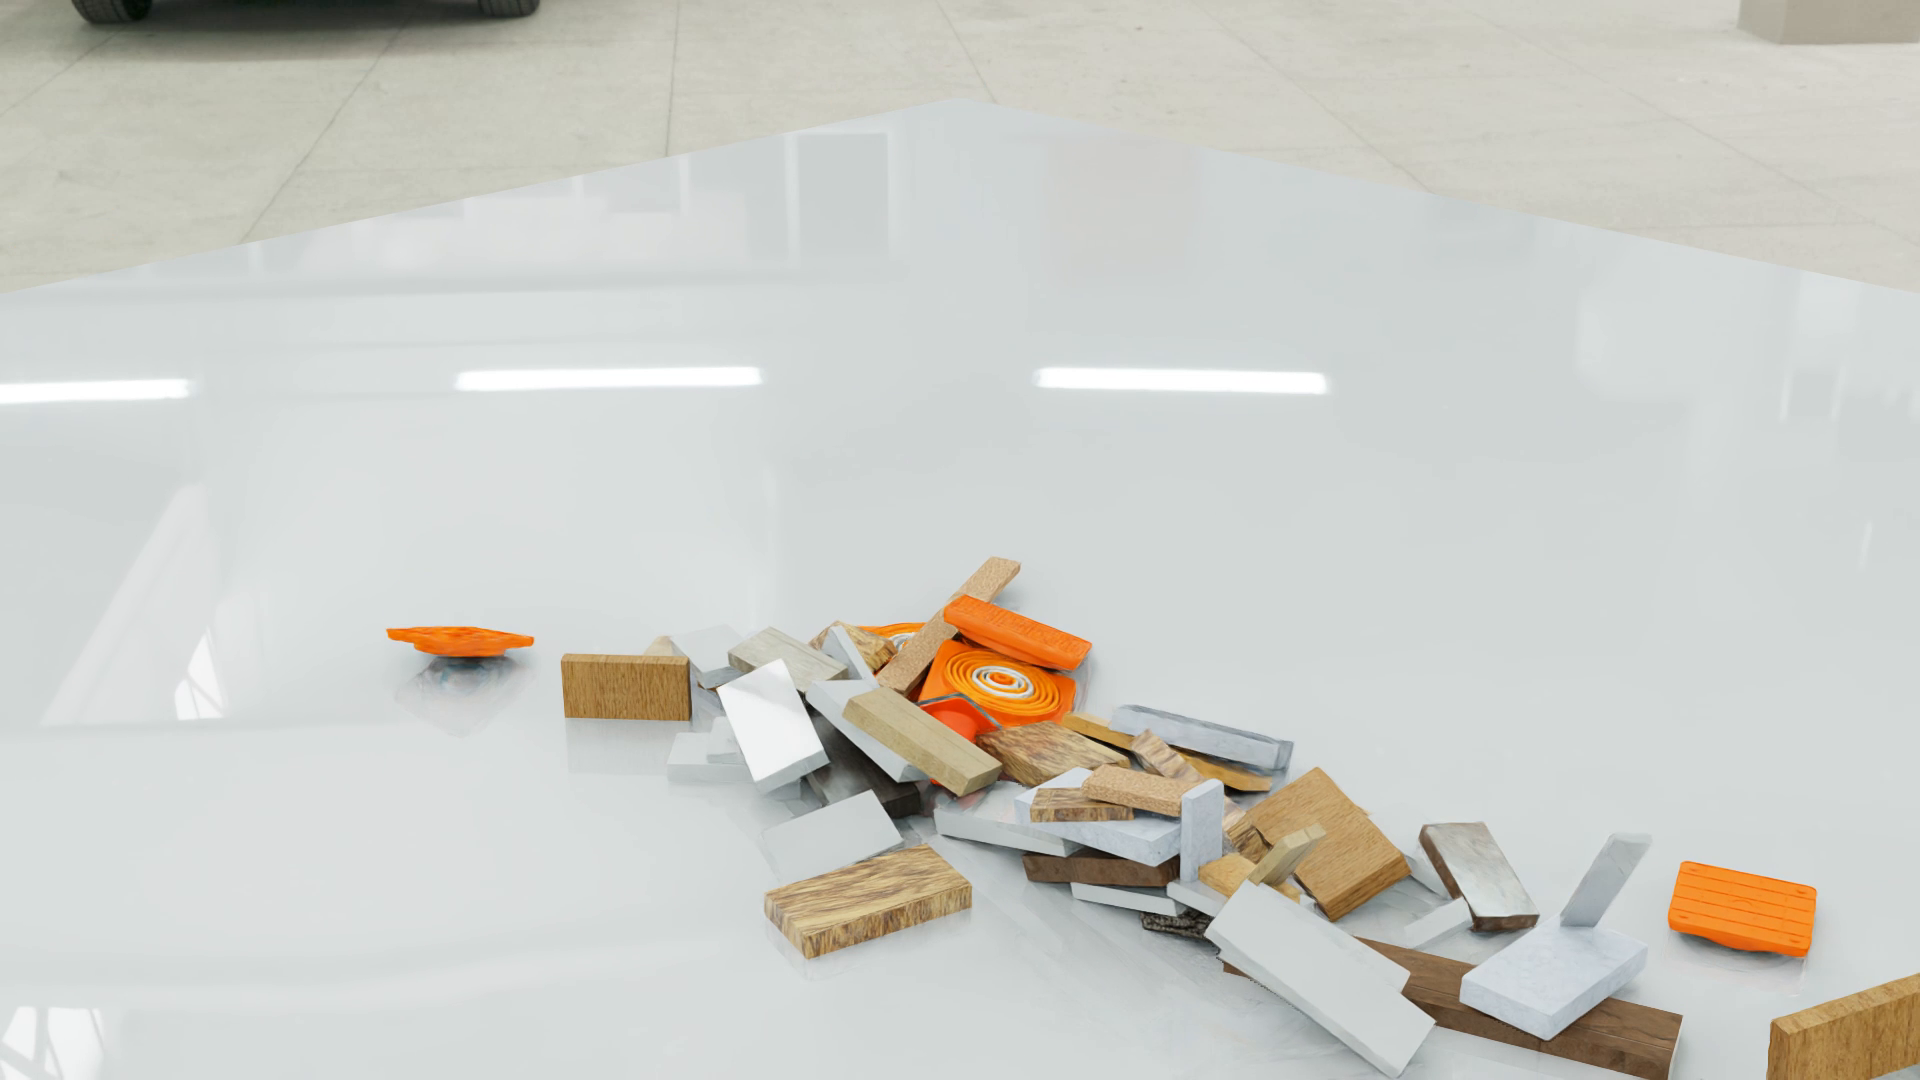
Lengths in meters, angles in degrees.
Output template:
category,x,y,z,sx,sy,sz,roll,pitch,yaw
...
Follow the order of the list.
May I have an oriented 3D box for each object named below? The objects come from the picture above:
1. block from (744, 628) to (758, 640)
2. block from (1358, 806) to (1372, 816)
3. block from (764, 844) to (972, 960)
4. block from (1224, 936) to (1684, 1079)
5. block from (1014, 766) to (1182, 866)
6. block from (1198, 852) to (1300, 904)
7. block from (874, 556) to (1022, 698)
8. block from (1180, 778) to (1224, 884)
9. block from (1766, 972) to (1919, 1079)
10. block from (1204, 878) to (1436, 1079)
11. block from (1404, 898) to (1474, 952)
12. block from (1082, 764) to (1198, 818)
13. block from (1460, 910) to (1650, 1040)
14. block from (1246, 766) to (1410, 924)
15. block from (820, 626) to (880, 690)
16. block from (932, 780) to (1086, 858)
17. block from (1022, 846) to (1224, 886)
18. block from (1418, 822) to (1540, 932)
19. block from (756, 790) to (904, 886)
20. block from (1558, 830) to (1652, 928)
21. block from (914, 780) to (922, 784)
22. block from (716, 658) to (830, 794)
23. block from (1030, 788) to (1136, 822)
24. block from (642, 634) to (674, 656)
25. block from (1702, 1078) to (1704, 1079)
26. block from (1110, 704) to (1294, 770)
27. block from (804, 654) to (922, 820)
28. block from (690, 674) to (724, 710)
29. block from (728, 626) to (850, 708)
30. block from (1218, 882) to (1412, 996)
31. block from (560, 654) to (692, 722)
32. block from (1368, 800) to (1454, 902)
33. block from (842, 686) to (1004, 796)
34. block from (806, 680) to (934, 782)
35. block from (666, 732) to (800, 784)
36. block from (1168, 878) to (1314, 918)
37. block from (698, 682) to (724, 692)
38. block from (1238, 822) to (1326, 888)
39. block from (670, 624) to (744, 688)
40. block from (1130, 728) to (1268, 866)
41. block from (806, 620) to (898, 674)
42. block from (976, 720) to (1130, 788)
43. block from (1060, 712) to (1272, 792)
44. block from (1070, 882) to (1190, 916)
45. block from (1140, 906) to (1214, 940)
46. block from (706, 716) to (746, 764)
category,x,y,z,sx,sy,sz,roll,pitch,yaw
block,-0.379,0.285,4.949,0.126,0.036,0.252,35,-2,-39
block,0.805,0.582,4.350,0.105,0.030,0.210,-18,29,-36
block,-0.171,0.672,4.113,0.347,0.049,0.174,-13,26,-28
block,0.852,0.791,3.842,0.771,0.042,0.148,10,25,23
block,0.288,0.513,4.104,0.176,0.050,0.353,-21,22,-39
block,0.518,0.619,3.942,0.087,0.025,0.175,-17,26,-32
block,-0.023,0.193,5.127,0.081,0.023,0.796,12,24,17
block,0.438,0.526,3.980,0.087,0.175,0.025,-21,30,-39
block,1.463,0.820,3.608,0.296,0.148,0.042,-12,25,-17
block,0.607,0.740,3.717,0.392,0.035,0.123,36,53,14
block,0.868,0.700,3.990,0.122,0.017,0.061,-32,25,18
block,0.331,0.459,4.039,0.191,0.027,0.095,10,20,25
block,1.035,0.751,3.821,0.170,0.048,0.339,19,26,40
block,0.702,0.581,4.231,0.176,0.050,0.353,-32,28,-4
block,-0.245,0.296,4.831,0.030,0.105,0.210,-1,39,-34
block,0.134,0.541,4.307,0.176,0.050,0.353,-22,16,-41
block,0.303,0.590,4.145,0.176,0.050,0.353,-22,10,-41
block,0.970,0.629,4.122,0.128,0.036,0.257,0,34,-15
block,-0.251,0.583,4.248,0.256,0.036,0.128,-18,60,-31
block,1.095,0.582,3.744,0.061,0.423,0.017,3,62,4
block,-0.167,0.464,4.567,0.092,0.026,0.184,-25,37,-30
block,-0.389,0.383,4.554,0.152,0.043,0.304,-25,41,-5
block,0.231,0.489,4.071,0.191,0.027,0.095,-3,17,13
block,-0.685,0.272,5.087,0.089,0.025,0.177,5,24,12
block,1.178,0.971,3.411,0.170,0.048,0.339,16,27,31
block,0.509,0.412,4.614,0.353,0.050,0.176,12,1,19
block,-0.260,0.418,4.582,0.174,0.049,0.541,-15,33,-17
block,-0.551,0.328,4.955,0.089,0.025,0.177,-17,29,-35
block,-0.372,0.272,4.753,0.252,0.036,0.126,24,42,38
block,0.609,0.729,3.777,0.296,0.042,0.148,31,55,10
block,-0.731,0.323,4.823,0.276,0.138,0.039,1,23,3
block,0.901,0.601,4.236,0.128,0.036,0.257,-18,36,-35
block,-0.076,0.404,4.443,0.304,0.043,0.152,32,19,21
block,-0.165,0.388,4.510,0.152,0.043,0.304,3,28,-50
block,-0.468,0.458,4.630,0.276,0.039,0.138,1,23,2
block,0.504,0.644,3.959,0.121,0.034,0.241,-22,29,-40
block,-0.489,0.320,4.909,0.177,0.025,0.089,14,27,29
block,0.562,0.560,3.837,0.087,0.175,0.025,-15,61,-33
block,-0.551,0.260,4.971,0.138,0.039,0.276,-15,19,-19
block,0.468,0.514,4.235,0.050,0.176,0.353,-38,35,-8
block,-0.258,0.255,4.992,0.126,0.036,0.252,-39,27,-21
block,0.186,0.443,4.464,0.174,0.049,0.347,-9,12,-24
block,0.430,0.444,4.625,0.461,0.030,0.105,17,4,35
block,0.340,0.647,4.121,0.241,0.034,0.121,3,20,42
block,0.462,0.685,4.022,0.241,0.034,0.121,1,18,43
block,-0.483,0.419,4.631,0.081,0.023,0.161,-4,24,3
